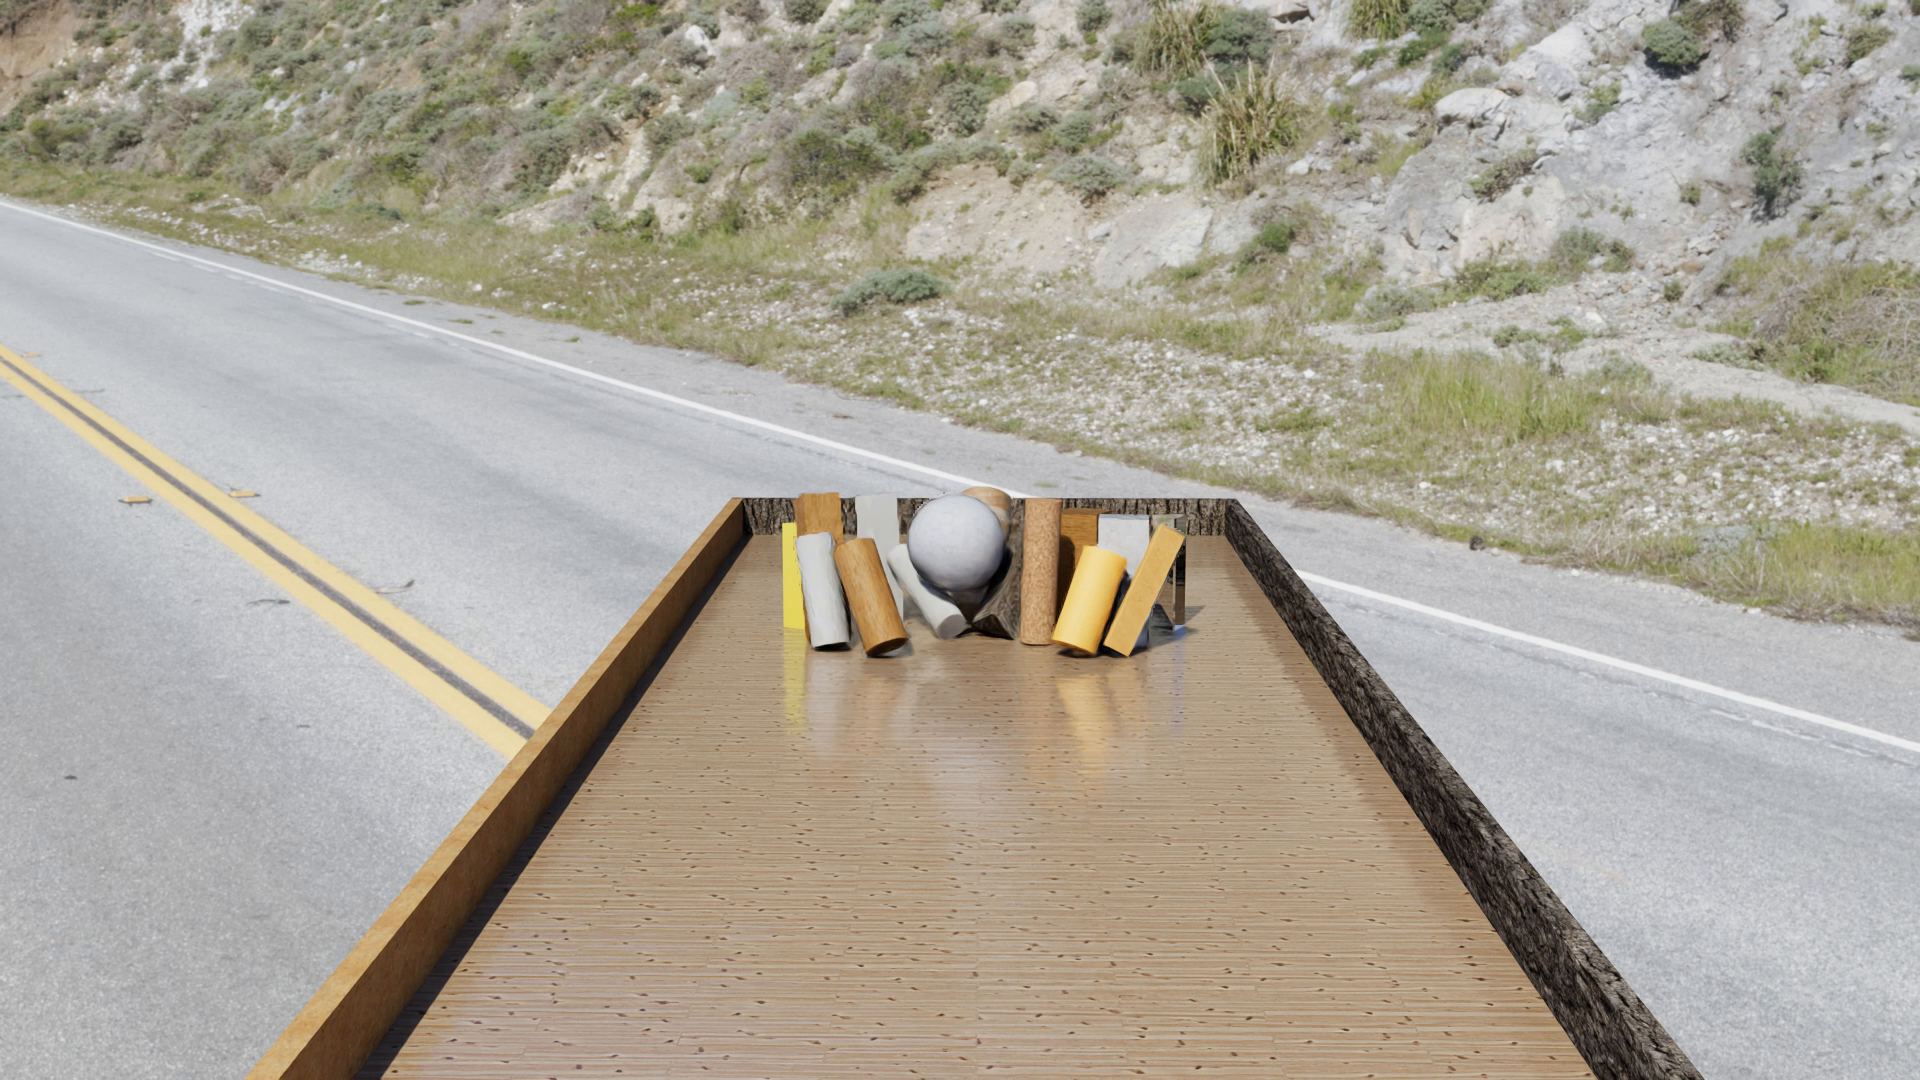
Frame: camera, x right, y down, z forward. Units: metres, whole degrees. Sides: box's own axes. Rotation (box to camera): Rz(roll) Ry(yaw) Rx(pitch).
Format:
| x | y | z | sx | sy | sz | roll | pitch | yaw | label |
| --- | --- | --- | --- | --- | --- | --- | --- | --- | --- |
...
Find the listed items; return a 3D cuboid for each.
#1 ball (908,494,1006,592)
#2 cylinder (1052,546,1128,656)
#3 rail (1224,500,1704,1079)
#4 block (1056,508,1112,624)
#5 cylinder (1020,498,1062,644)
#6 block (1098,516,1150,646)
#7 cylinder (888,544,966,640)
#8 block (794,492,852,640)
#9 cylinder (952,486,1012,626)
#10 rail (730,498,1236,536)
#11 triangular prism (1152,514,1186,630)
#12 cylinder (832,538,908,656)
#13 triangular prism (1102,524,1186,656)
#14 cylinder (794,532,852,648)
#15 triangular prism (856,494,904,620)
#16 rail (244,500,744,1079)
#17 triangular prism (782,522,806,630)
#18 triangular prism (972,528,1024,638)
| x | y | z | sx | sy | sz | roll | pitch | yaw | label |
| --- | --- | --- | --- | --- | --- | --- | --- | --- | --- |
| -0.012 | 0.009 | 6.995 | 0.312 | 0.312 | 0.312 | 0 | 9 | 0 | ball |
| 0.399 | 0.185 | 6.760 | 0.142 | 0.307 | 0.142 | 19 | -7 | 2 | cylinder |
| 1.046 | 0.843 | 3.208 | 0.050 | 0.150 | 12.000 | 0 | 9 | 1 | rail |
| 0.401 | 0.097 | 7.165 | 0.142 | 0.385 | 0.142 | 4 | 10 | 24 | block |
| 0.253 | 0.098 | 6.933 | 0.114 | 0.450 | 0.114 | 2 | 7 | 0 | cylinder |
| 0.515 | 0.125 | 6.930 | 0.158 | 0.394 | 0.158 | 1 | 5 | 5 | block |
| -0.109 | 0.164 | 7.104 | 0.104 | 0.104 | 0.371 | -5 | 40 | -30 | cylinder |
| -0.436 | 0.084 | 6.993 | 0.119 | 0.451 | 0.119 | -3 | -7 | -19 | block |
| 0.070 | 0.053 | 7.238 | 0.173 | 0.426 | 0.173 | 4 | -25 | 2 | cylinder |
| 0.099 | -0.098 | 9.147 | 2.100 | 0.150 | 0.050 | 0 | 9 | 1 | rail |
| 0.700 | 0.102 | 7.186 | 0.095 | 0.369 | 0.109 | -7 | 11 | -36 | triangular prism |
| -0.277 | 0.174 | 6.768 | 0.136 | 0.338 | 0.136 | -18 | -17 | -6 | cylinder |
| 0.548 | 0.148 | 6.767 | 0.098 | 0.409 | 0.085 | 27 | -4 | -29 | triangular prism |
| -0.428 | 0.157 | 6.857 | 0.121 | 0.344 | 0.121 | -10 | -5 | -1 | cylinder |
| -0.288 | 0.060 | 7.262 | 0.119 | 0.418 | 0.138 | -2 | 3 | 39 | triangular prism |
| -1.004 | 0.839 | 3.234 | 0.050 | 0.150 | 12.000 | 0 | 9 | 1 | rail |
| -0.491 | 0.113 | 7.207 | 0.133 | 0.341 | 0.115 | 6 | 11 | 34 | triangular prism |
| 0.154 | 0.127 | 7.081 | 0.120 | 0.368 | 0.138 | 2 | -36 | 35 | triangular prism |
